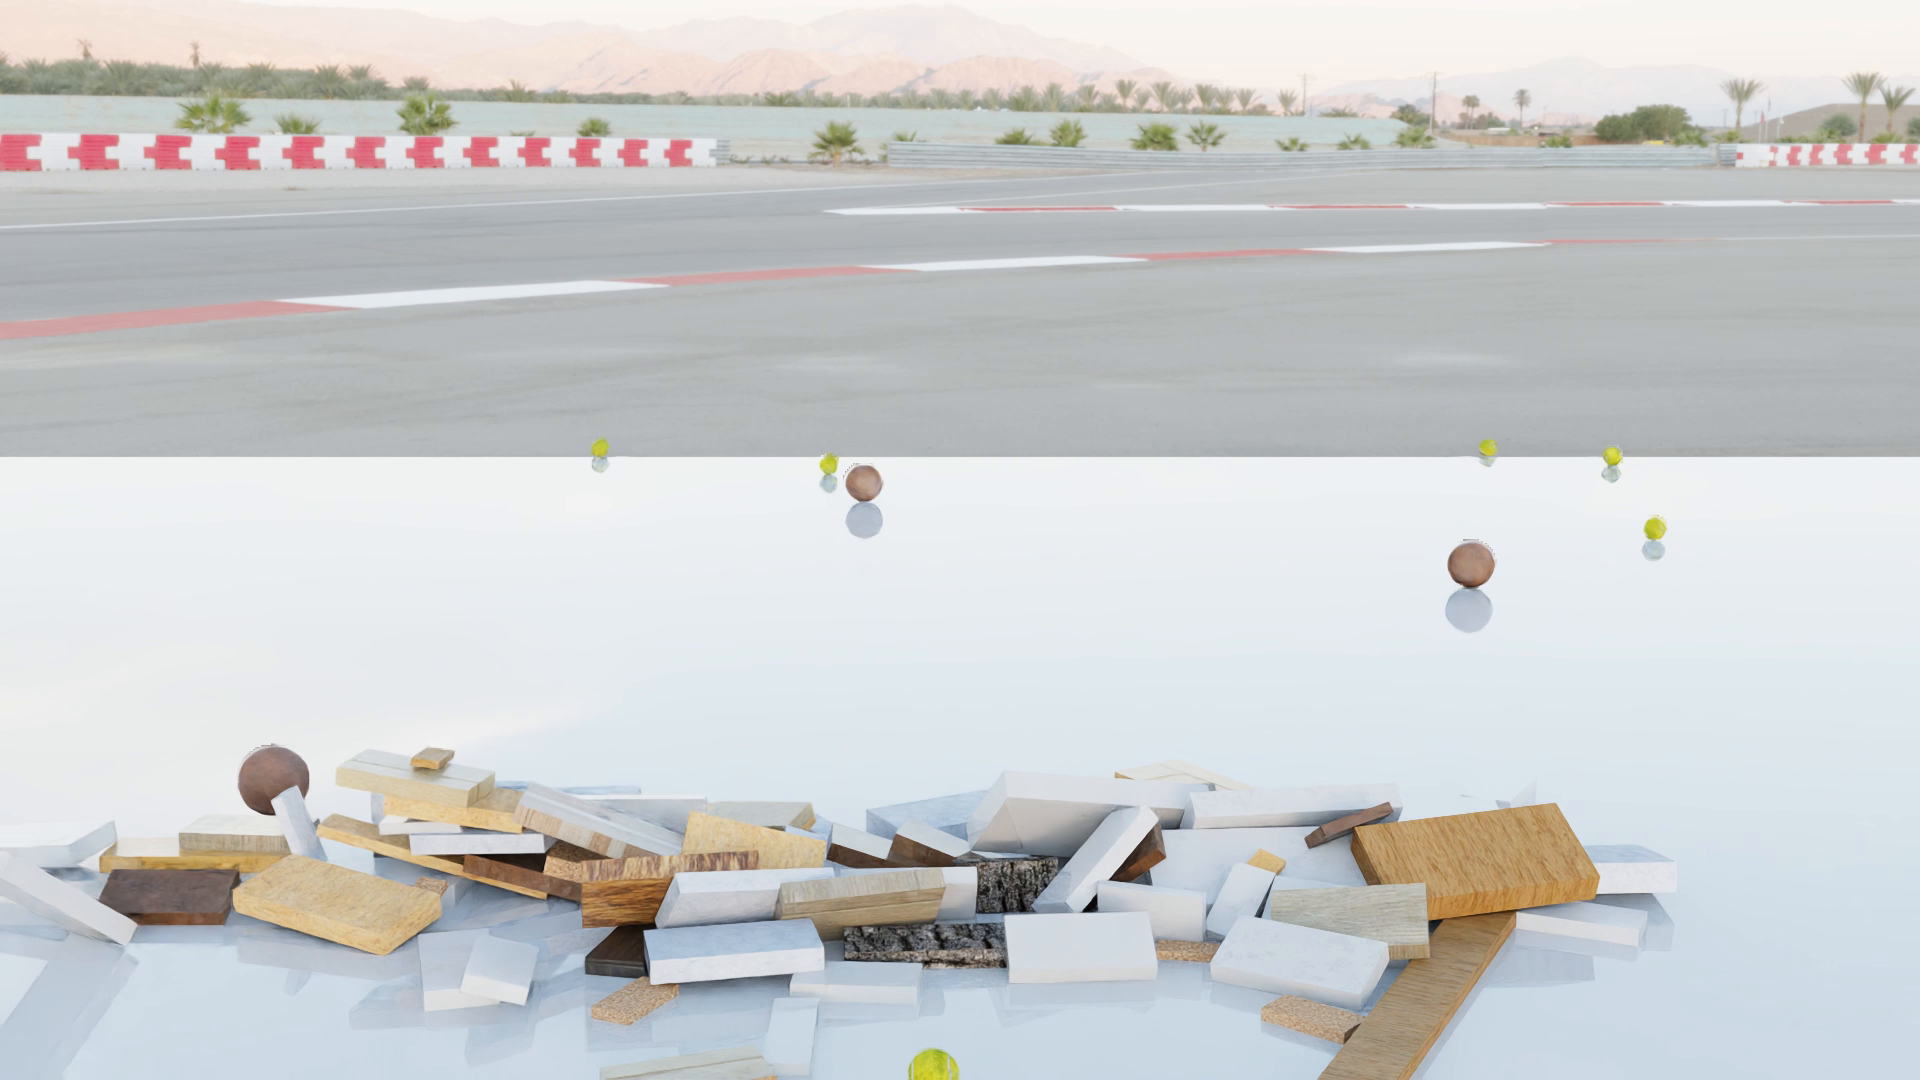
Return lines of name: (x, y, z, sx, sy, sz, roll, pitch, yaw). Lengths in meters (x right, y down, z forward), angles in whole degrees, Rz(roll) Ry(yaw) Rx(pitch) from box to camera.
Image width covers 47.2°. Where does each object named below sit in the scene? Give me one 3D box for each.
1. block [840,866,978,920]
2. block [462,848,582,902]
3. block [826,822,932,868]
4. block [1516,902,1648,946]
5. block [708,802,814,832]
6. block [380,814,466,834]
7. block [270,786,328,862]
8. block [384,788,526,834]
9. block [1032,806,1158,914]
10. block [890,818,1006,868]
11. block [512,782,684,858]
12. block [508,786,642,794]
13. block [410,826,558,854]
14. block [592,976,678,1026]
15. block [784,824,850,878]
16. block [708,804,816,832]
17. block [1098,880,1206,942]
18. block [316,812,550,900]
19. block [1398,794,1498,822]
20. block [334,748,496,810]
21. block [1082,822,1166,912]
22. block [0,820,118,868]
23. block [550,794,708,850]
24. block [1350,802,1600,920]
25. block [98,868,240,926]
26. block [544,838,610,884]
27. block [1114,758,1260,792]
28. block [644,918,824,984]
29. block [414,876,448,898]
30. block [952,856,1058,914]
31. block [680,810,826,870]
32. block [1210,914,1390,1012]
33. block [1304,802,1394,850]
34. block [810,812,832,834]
block: (-0.082, 0.566, 3.513, 0.215, 0.108, 0.030, -1, 49, -3)
block: (-0.701, 0.547, 3.663, 0.228, 0.032, 0.114, 14, 11, 0)
block: (-0.115, 0.532, 3.655, 0.215, 0.030, 0.108, 19, 10, -6)
block: (0.992, 0.606, 3.510, 0.188, 0.027, 0.094, 5, 12, 25)
block: (-0.356, 0.482, 3.784, 0.186, 0.026, 0.093, -3, 18, 25)
block: (-0.885, 0.467, 3.650, 0.137, 0.019, 0.068, -2, 10, 6)
block: (-1.099, 0.484, 3.661, 0.019, 0.137, 0.068, -18, 8, 9)
block: (-0.823, 0.437, 3.643, 0.230, 0.033, 0.115, 8, 11, 3)
block: (0.218, 0.520, 3.550, 0.221, 0.031, 0.111, -45, 11, -28)
block: (-0.002, 0.533, 3.689, 0.215, 0.030, 0.108, 21, 10, 8)
block: (-0.536, 0.492, 3.600, 0.383, 0.033, 0.115, 20, 12, -4)
block: (-0.686, 0.498, 3.794, 0.271, 0.135, 0.038, -1, 10, -5)
block: (-0.782, 0.487, 3.650, 0.228, 0.032, 0.114, -2, 10, 8)
block: (-0.471, 0.669, 3.194, 0.064, 0.018, 0.128, 5, 12, 26)
block: (-0.189, 0.540, 3.655, 0.227, 0.032, 0.113, 18, 10, -4)
block: (-0.406, 0.507, 3.849, 0.275, 0.039, 0.137, -4, 18, 24)
block: (0.301, 0.587, 3.450, 0.169, 0.085, 0.024, 4, 16, 20)
block: (-0.872, 0.527, 3.673, 0.397, 0.019, 0.068, 15, 11, 1)
block: (0.791, 0.510, 3.963, 0.357, 0.051, 0.179, 1, 11, 6)
block: (-0.901, 0.395, 3.640, 0.230, 0.033, 0.115, 9, 11, 9)
block: (0.258, 0.530, 3.584, 0.169, 0.024, 0.085, -37, 24, 17)
block: (-1.573, 0.514, 3.686, 0.270, 0.038, 0.135, -4, 10, 11)
block: (-0.568, 0.505, 3.749, 0.271, 0.135, 0.038, 0, 5, 0)
block: (0.828, 0.520, 3.546, 0.350, 0.050, 0.175, -5, 36, -10)
block: (-1.280, 0.577, 3.554, 0.204, 0.029, 0.102, 0, 34, 0)
block: (-0.567, 0.549, 3.654, 0.228, 0.032, 0.114, 14, 11, -1)
block: (0.447, 0.481, 4.137, 0.154, 0.044, 0.309, -7, 13, -34)
block: (-0.340, 0.615, 3.293, 0.256, 0.036, 0.128, -2, 11, -12)
block: (-0.872, 0.584, 3.556, 0.047, 0.013, 0.095, 8, 35, 13)
block: (0.074, 0.562, 3.584, 0.169, 0.085, 0.024, -1, 8, -5)
block: (-0.336, 0.518, 3.543, 0.227, 0.113, 0.032, 14, -35, -7)
block: (0.505, 0.627, 3.268, 0.236, 0.033, 0.118, 6, 33, 30)
block: (0.637, 0.467, 3.601, 0.136, 0.019, 0.068, -15, -20, -24)
block: (-0.282, 0.525, 3.934, 0.107, 0.030, 0.213, -6, 12, -30)
